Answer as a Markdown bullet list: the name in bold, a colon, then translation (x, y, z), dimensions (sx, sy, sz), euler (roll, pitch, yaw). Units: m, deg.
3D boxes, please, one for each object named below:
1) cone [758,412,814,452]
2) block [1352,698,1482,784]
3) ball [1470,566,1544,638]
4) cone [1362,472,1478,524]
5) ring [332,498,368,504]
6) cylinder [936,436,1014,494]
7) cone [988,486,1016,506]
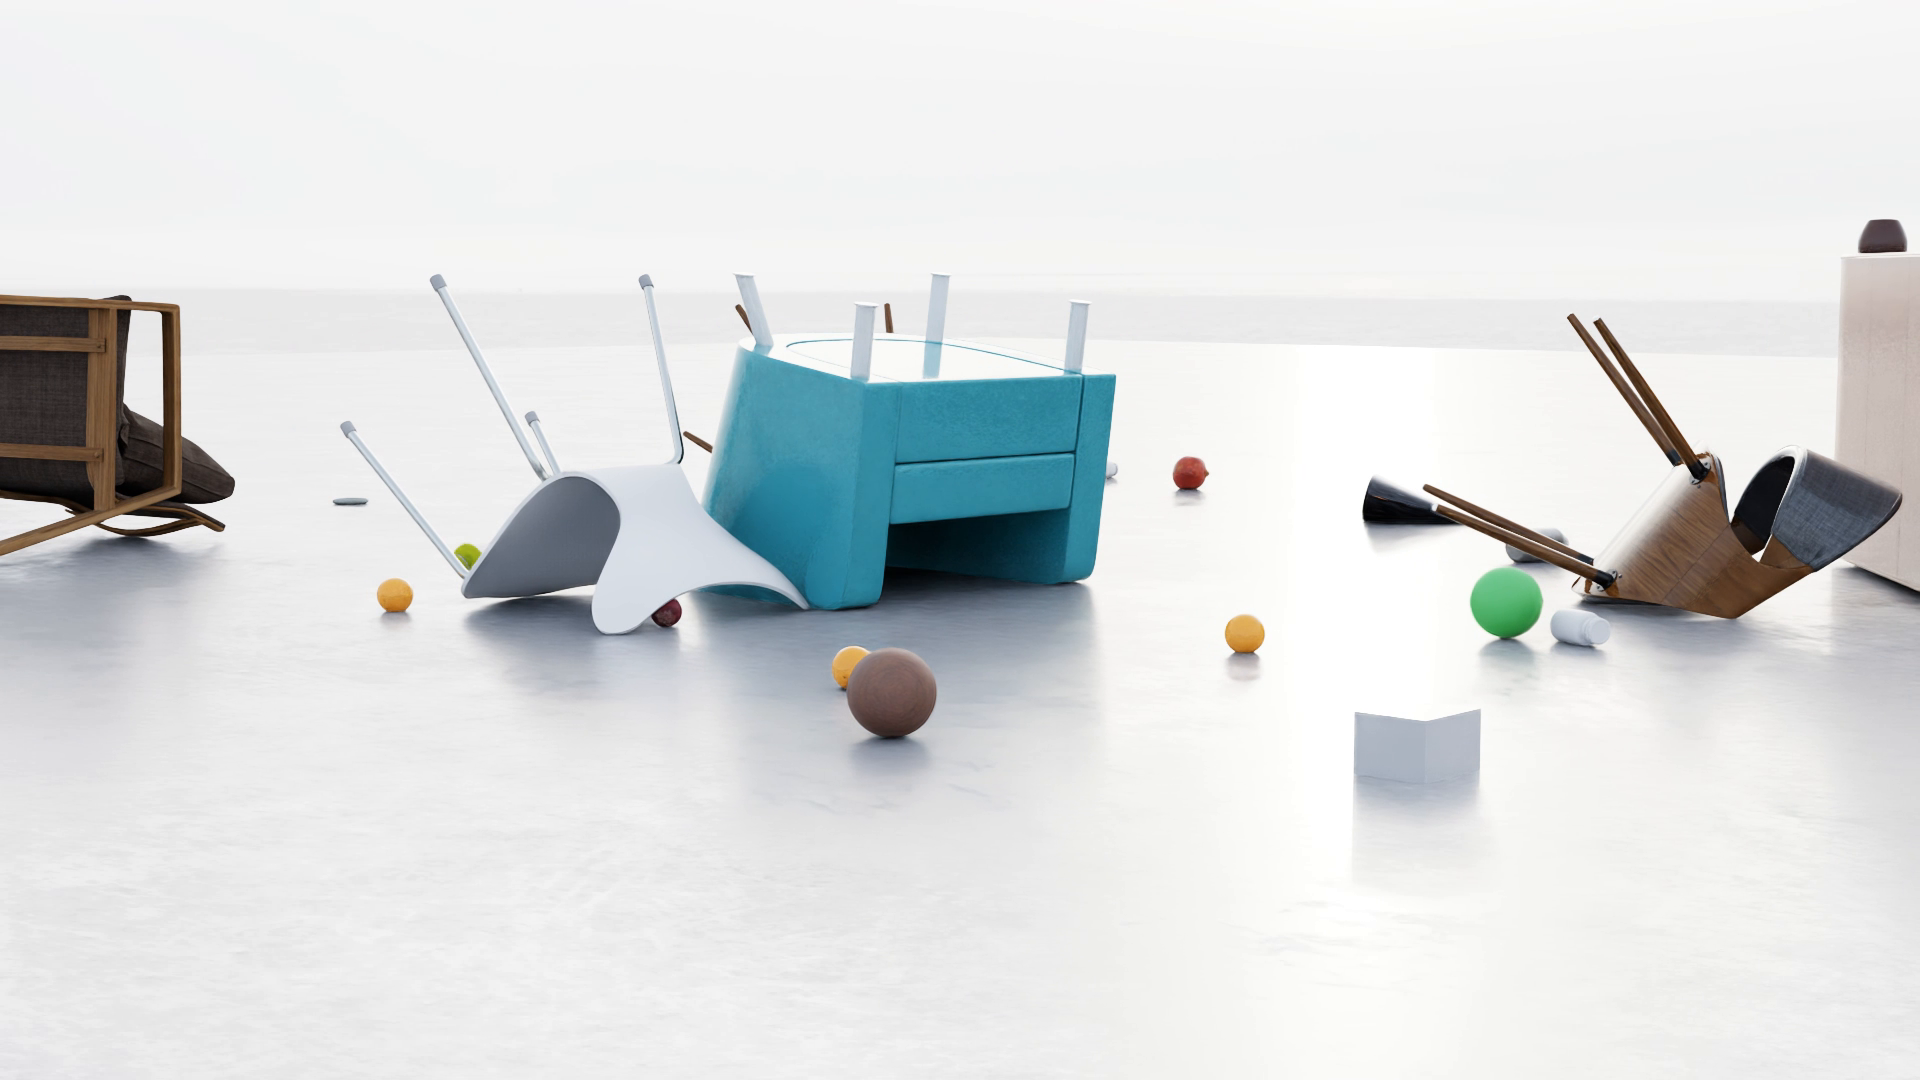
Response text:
- **cone**: translation (-0.677, -0.372, 9.665), dimensions (0.214, 0.135, 0.212), euler (-19, 28, 18)
- **block**: translation (0.608, 0.267, 3.413), dimensions (0.111, 0.084, 0.135), euler (5, 8, 43)
- **ball**: translation (0.996, 0.113, 4.674), dimensions (0.131, 0.131, 0.131), euler (0, 6, 0)
- **cone**: translation (1.242, -0.079, 6.860), dimensions (0.303, 0.134, 0.258), euler (15, 5, 14)
- **ring**: translation (-1.766, -0.113, 7.432), dimensions (0.103, 0.016, 0.078), euler (-1, 7, -10)
- **cylinder**: translation (0.048, -0.235, 7.917), dimensions (0.244, 0.159, 0.294), euler (-1, 6, -5)
- **cone**: translation (0.127, -0.117, 7.406), dimensions (0.085, 0.061, 0.103), euler (7, -9, 11)
